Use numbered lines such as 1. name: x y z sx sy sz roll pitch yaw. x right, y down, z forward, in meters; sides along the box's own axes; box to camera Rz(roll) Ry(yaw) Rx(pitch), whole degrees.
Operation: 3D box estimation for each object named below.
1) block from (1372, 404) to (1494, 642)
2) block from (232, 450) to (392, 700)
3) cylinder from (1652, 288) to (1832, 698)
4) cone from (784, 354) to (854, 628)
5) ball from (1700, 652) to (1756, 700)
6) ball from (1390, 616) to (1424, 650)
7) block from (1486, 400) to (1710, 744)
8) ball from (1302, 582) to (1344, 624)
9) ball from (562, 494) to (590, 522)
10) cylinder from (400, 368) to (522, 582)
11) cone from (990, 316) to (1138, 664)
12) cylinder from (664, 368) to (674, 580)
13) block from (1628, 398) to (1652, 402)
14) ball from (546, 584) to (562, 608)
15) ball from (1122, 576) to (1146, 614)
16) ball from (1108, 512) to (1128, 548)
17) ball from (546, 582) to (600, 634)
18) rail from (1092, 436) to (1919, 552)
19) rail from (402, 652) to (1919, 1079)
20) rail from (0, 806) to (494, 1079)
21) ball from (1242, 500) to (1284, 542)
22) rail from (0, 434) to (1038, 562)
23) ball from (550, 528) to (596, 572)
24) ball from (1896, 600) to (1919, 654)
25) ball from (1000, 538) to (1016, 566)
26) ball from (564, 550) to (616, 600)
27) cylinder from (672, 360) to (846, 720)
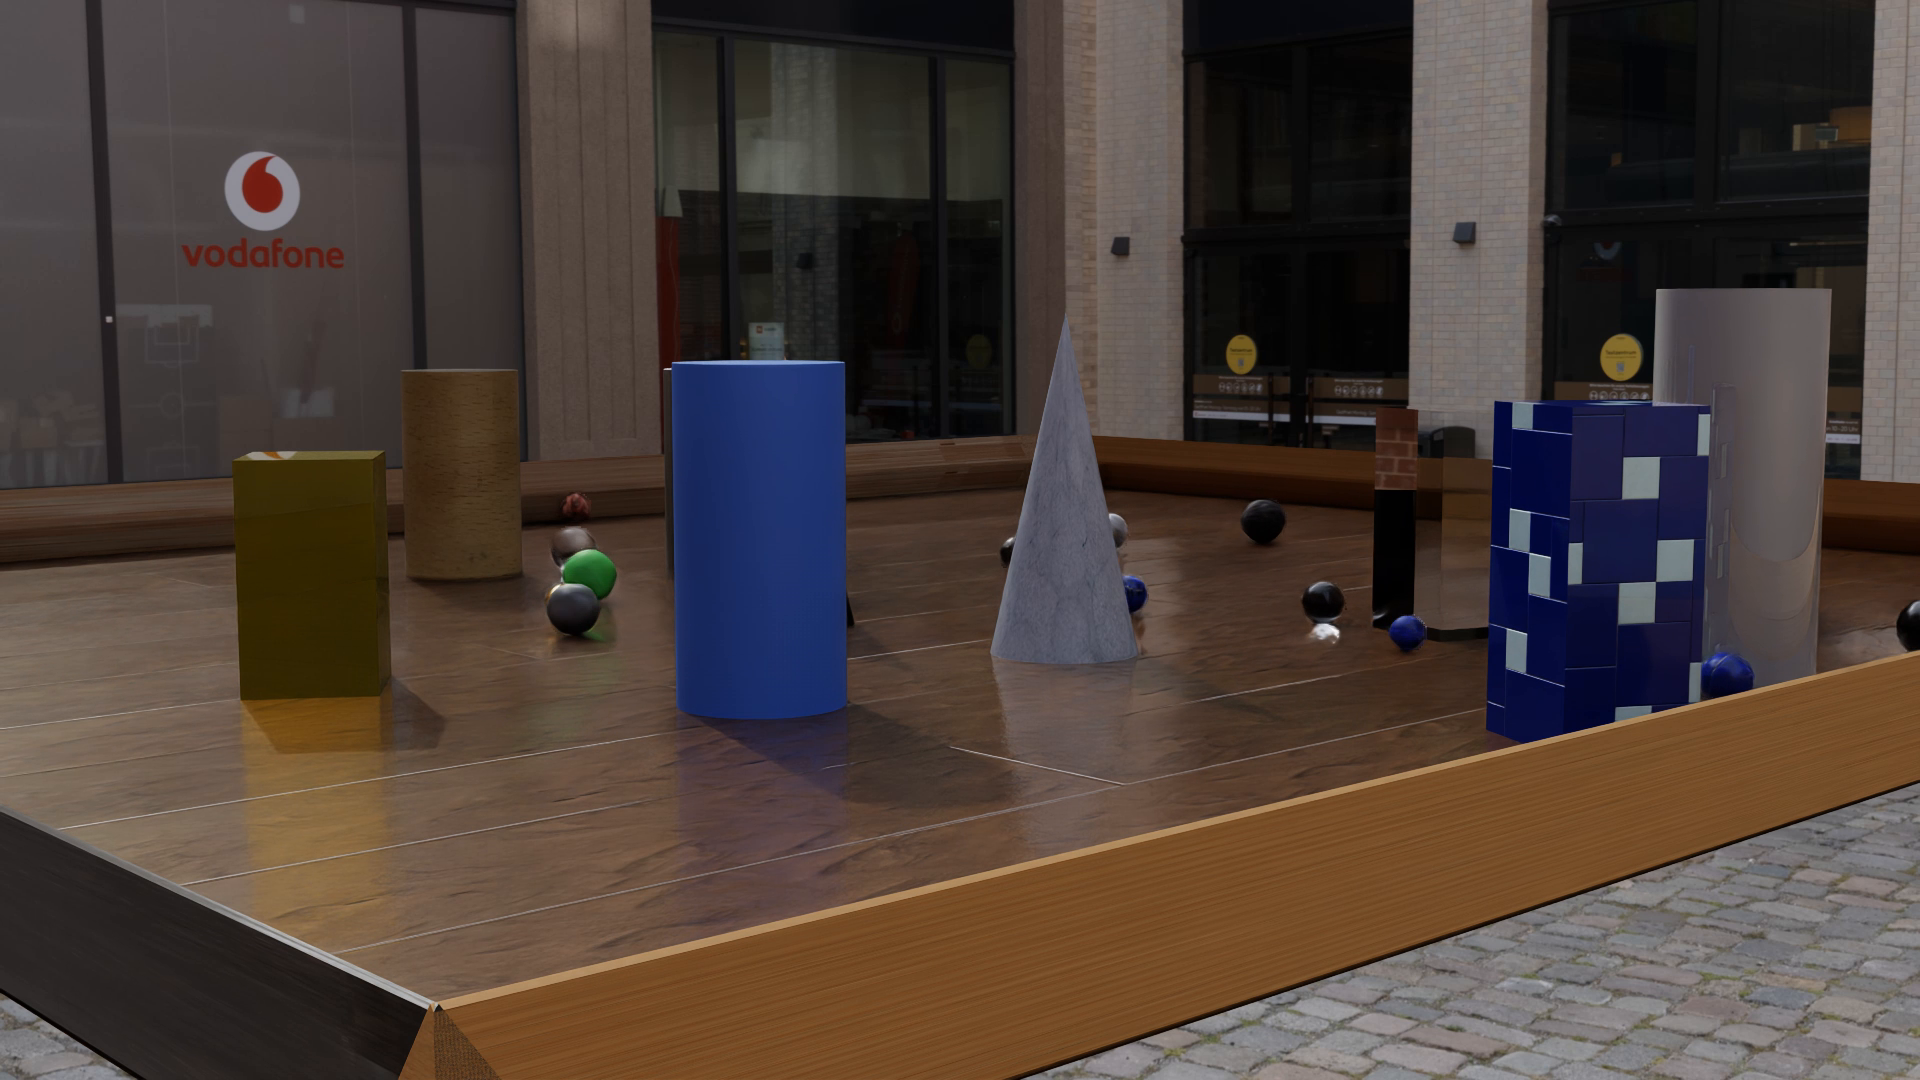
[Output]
1. block: 0.680 -0.027 3.033 0.154 0.309 0.154 -3 7 -24
2. block: -0.758 0.037 2.584 0.154 0.274 0.154 -1 6 -9
3. cylinder: 0.908 -0.059 2.575 0.193 0.467 0.193 0 6 0
4. cone: -0.246 -0.071 3.104 0.193 0.381 0.193 0 6 0
5. ball: 0.864 0.156 2.478 0.059 0.059 0.059 0 6 0
6. ball: 0.585 0.121 2.880 0.046 0.046 0.046 0 6 0
7. block: 0.653 0.034 2.263 0.154 0.349 0.154 -2 6 -15
8. ball: 0.515 0.088 3.122 0.060 0.060 0.060 0 6 0
9. ball: -0.806 -0.067 4.607 0.059 0.059 0.059 0 6 0
10. cylinder: -0.834 -0.112 3.681 0.193 0.342 0.193 0 6 0
11. cone: 0.135 -0.073 2.841 0.193 0.440 0.193 0 6 0
12. cylinder: -0.394 -0.111 3.657 0.193 0.345 0.193 0 6 0
13. block: 1.081 -0.055 3.303 0.154 0.306 0.154 2 6 15
14. ball: -0.575 0.088 3.180 0.048 0.048 0.048 0 6 0
15. ball: 0.246 0.080 3.226 0.056 0.056 0.056 0 6 0
16. ball: 0.275 -0.016 4.059 0.071 0.071 0.071 0 6 0
17. ball: -0.530 0.094 3.013 0.072 0.072 0.072 0 6 0
18. rail: 1.274 -0.090 4.502 0.045 0.125 3.098 -6 8 -42
19. rail: 1.034 0.150 2.217 3.516 0.125 0.045 -6 8 -42
20. rail: -1.274 0.156 2.162 0.045 0.125 3.098 -6 8 -42
21. ball: 0.580 -0.037 4.210 0.082 0.082 0.082 0 6 0
22. rail: -1.034 -0.085 4.447 3.516 0.125 0.045 -6 8 -42
23. ball: -0.652 0.018 3.709 0.077 0.077 0.077 0 6 0
24. ball: 1.239 0.113 2.814 0.076 0.076 0.076 0 6 0
25. ball: 0.096 0.023 3.767 0.056 0.056 0.056 0 6 0
26. ball: -0.564 0.054 3.349 0.080 0.080 0.080 0 6 0
27. cylinder: -0.224 -0.006 2.469 0.193 0.385 0.193 0 6 0
